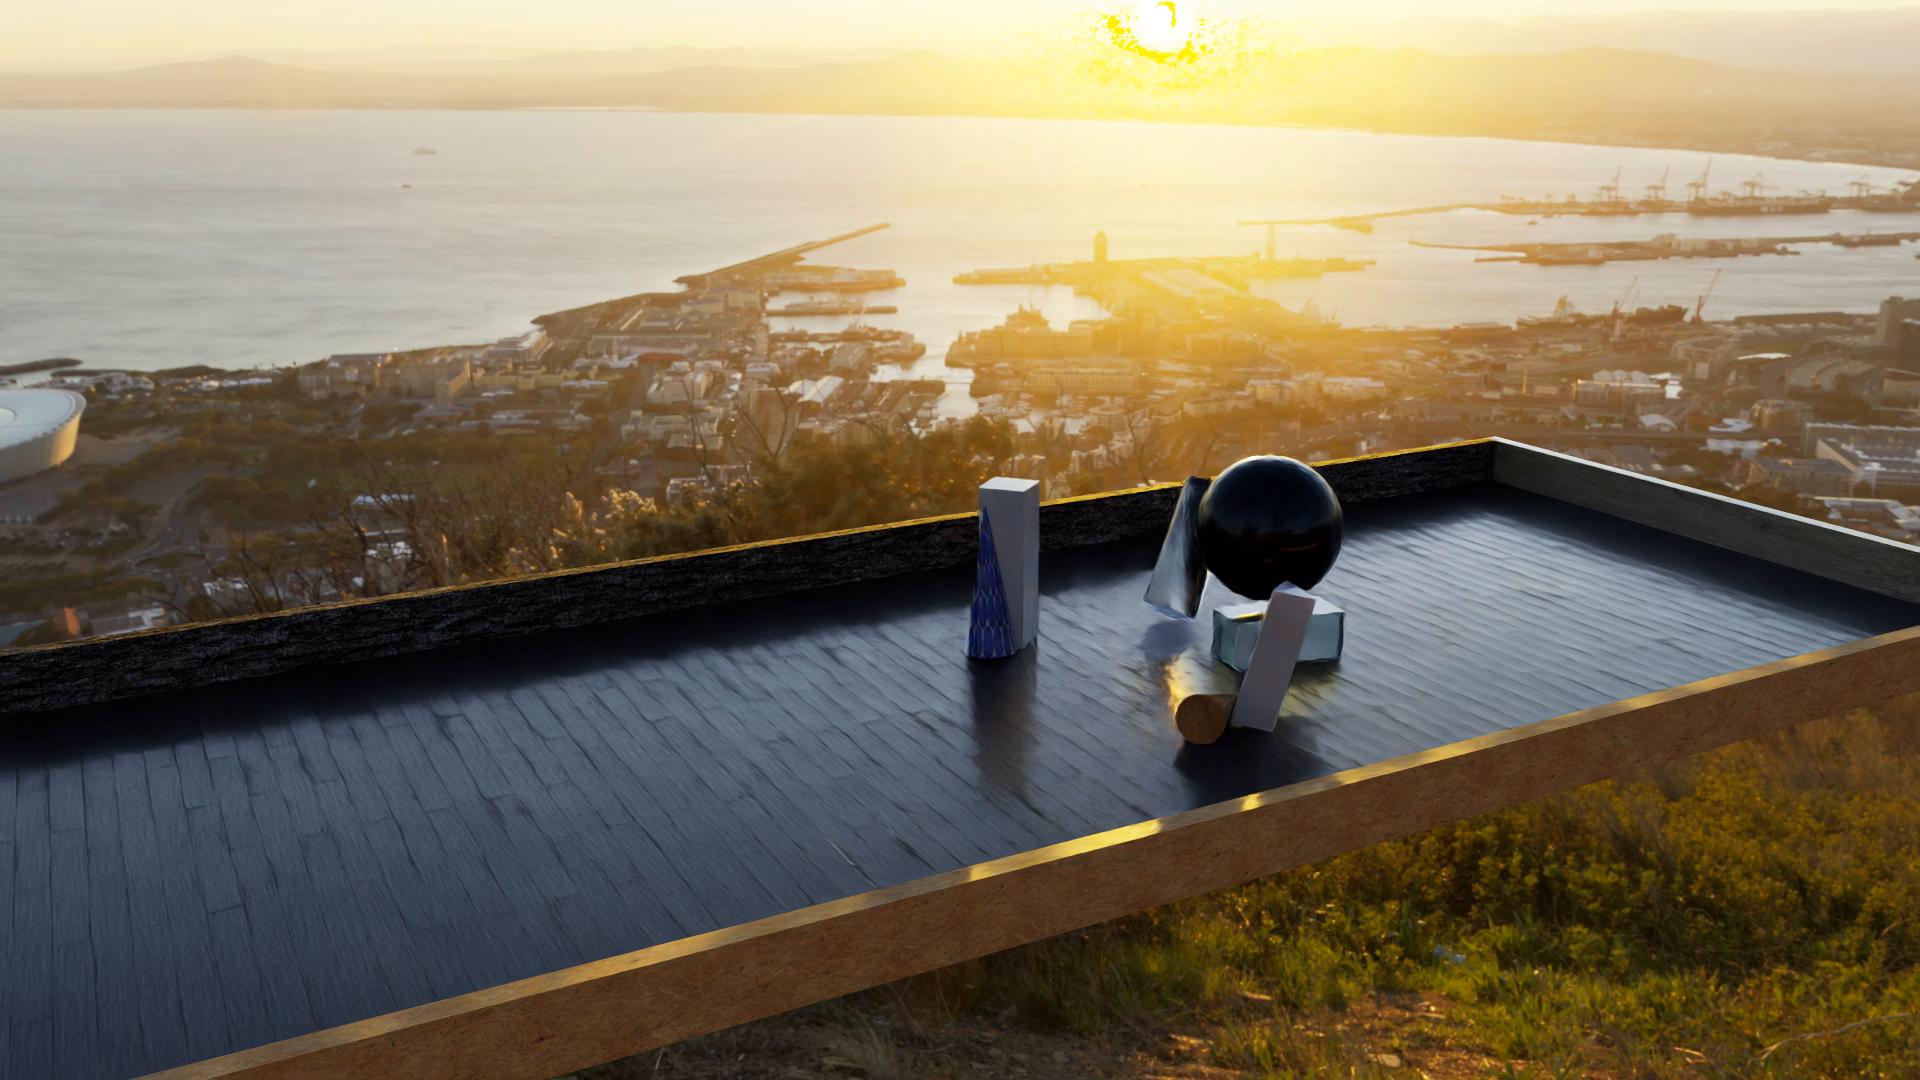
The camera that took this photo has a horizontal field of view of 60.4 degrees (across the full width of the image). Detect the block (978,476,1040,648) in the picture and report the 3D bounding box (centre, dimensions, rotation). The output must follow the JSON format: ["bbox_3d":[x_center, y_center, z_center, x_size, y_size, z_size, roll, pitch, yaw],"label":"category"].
[{"bbox_3d":[0.131,0.060,4.388,0.125,0.429,0.125,6,17,21],"label":"block"}]

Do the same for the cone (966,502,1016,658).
[{"bbox_3d":[0.073,0.096,4.293,0.133,0.402,0.133,-3,10,0],"label":"cone"}]

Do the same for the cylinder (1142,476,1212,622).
[{"bbox_3d":[0.638,0.027,4.559,0.155,0.371,0.155,20,-7,3],"label":"cylinder"}]

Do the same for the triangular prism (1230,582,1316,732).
[{"bbox_3d":[0.717,0.265,3.820,0.103,0.339,0.089,13,19,-5],"label":"triangular prism"}]

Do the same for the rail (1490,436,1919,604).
[{"bbox_3d":[2.466,-0.048,5.253,0.050,0.150,2.100,-9,18,-27],"label":"rail"}]

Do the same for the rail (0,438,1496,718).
[{"bbox_3d":[-3.305,0.497,3.399,12.000,0.150,0.050,-9,18,-27],"label":"rail"}]

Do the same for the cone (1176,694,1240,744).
[{"bbox_3d":[0.620,0.393,3.913,0.118,0.118,0.342,8,8,24],"label":"cone"}]

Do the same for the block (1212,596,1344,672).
[{"bbox_3d":[0.826,0.244,4.290,0.308,0.132,0.132,-5,17,-18],"label":"block"}]

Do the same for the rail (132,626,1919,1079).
[{"bbox_3d":[-2.336,1.006,1.665,12.000,0.150,0.050,-9,18,-27],"label":"rail"}]

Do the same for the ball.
[{"bbox_3d":[0.793,-0.030,4.232,0.376,0.376,0.376,0,16,0],"label":"ball"}]
